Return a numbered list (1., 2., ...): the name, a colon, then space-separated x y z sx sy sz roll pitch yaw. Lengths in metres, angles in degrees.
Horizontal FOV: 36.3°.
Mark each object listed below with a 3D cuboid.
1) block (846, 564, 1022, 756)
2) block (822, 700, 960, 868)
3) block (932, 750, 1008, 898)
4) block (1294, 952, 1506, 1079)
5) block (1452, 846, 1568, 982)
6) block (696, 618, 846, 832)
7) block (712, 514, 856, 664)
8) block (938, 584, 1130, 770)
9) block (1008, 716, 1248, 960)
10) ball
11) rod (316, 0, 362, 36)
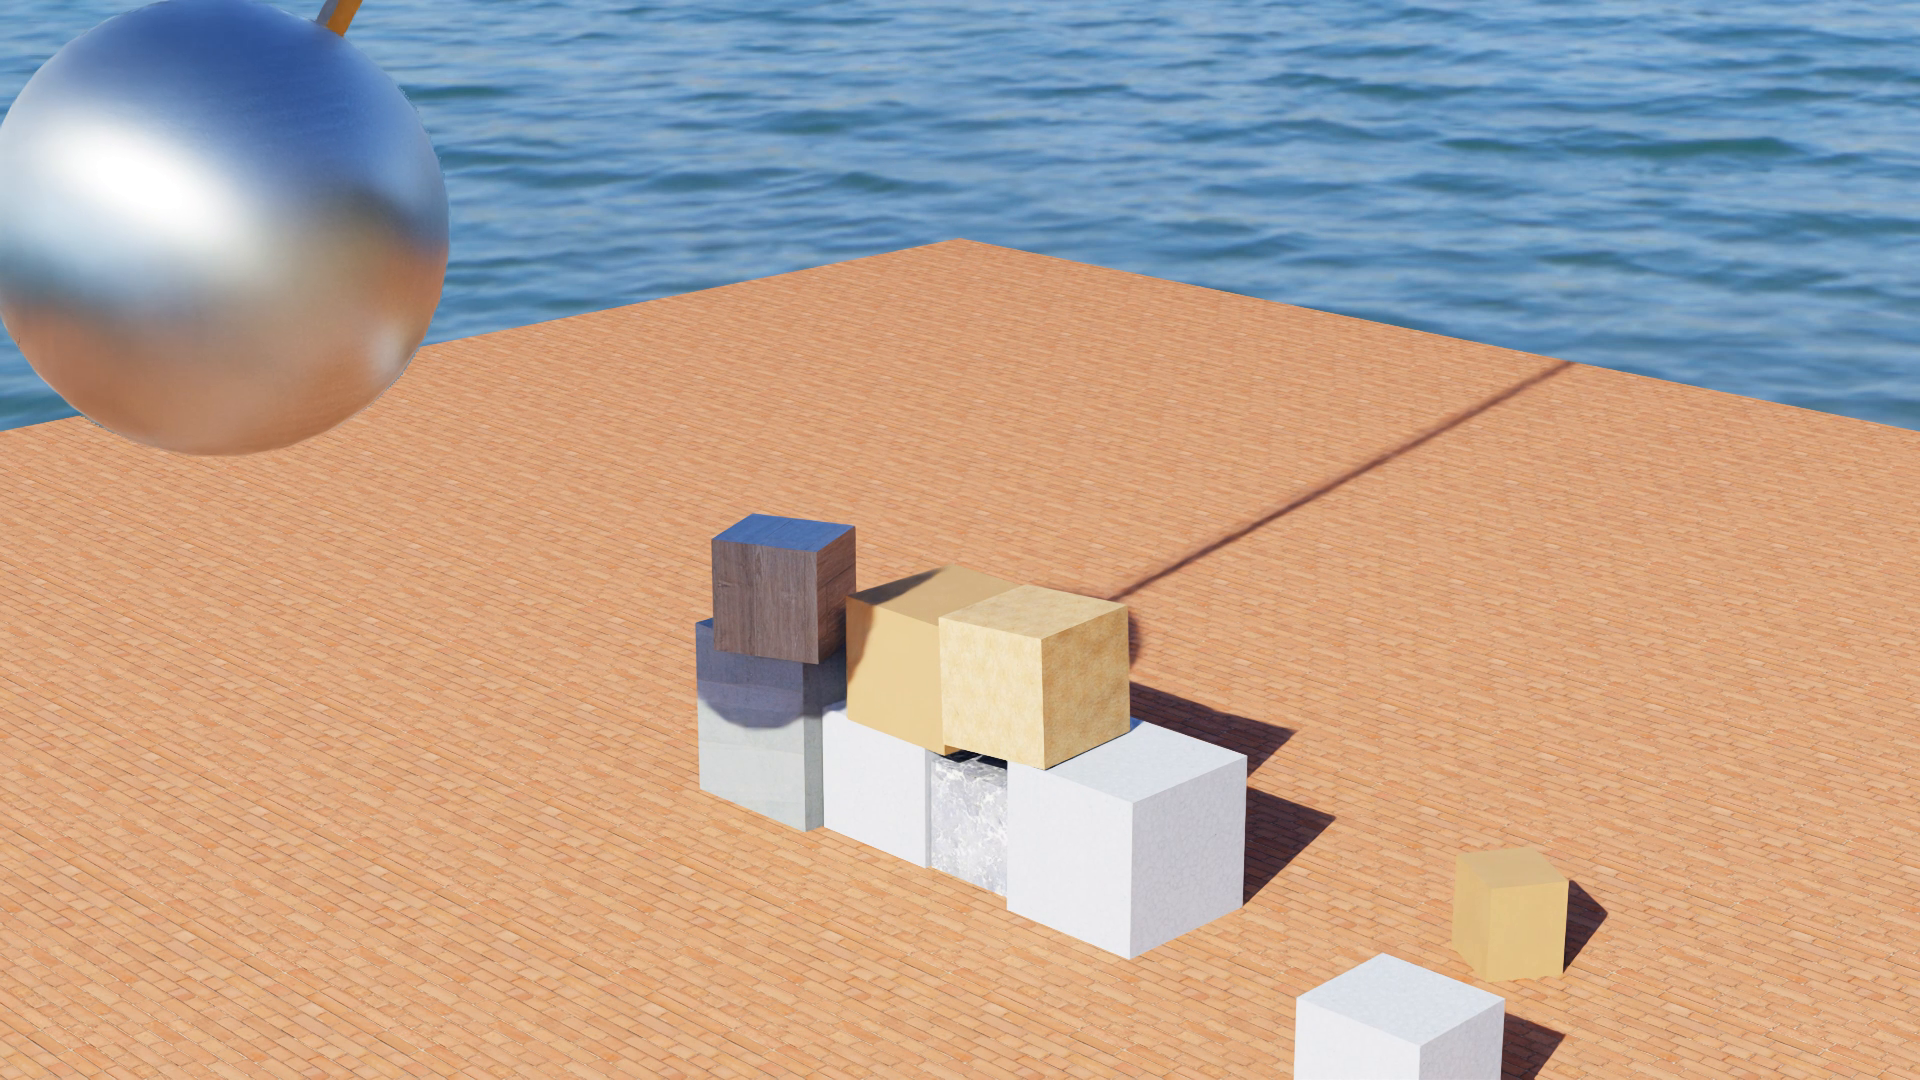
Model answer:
1. block: -0.054 0.542 13.579 0.686 0.607 0.647 -17 24 -42
2. block: -0.173 1.081 13.889 0.654 0.609 0.689 -17 24 -42
3. block: 0.266 1.260 13.466 0.564 0.522 0.559 -17 24 -42
4. block: 1.660 1.985 11.115 0.566 0.548 0.541 16 24 42
5. block: 2.348 1.598 12.540 0.349 0.431 0.377 -4 18 -13
6. block: -0.717 0.808 14.332 0.821 0.865 0.774 -17 24 -42
7. block: -0.826 0.225 13.832 0.538 0.547 0.447 7 19 21
8. block: 0.335 0.599 13.045 0.577 0.593 0.616 11 20 39
9. block: 0.737 1.300 12.998 0.730 0.725 0.762 17 24 42
10. ball: -2.598 -1.092 10.276 1.600 1.600 1.600 0 17 0
11. rod: -1.126 -4.098 10.874 0.080 5.200 0.080 17 -14 42
